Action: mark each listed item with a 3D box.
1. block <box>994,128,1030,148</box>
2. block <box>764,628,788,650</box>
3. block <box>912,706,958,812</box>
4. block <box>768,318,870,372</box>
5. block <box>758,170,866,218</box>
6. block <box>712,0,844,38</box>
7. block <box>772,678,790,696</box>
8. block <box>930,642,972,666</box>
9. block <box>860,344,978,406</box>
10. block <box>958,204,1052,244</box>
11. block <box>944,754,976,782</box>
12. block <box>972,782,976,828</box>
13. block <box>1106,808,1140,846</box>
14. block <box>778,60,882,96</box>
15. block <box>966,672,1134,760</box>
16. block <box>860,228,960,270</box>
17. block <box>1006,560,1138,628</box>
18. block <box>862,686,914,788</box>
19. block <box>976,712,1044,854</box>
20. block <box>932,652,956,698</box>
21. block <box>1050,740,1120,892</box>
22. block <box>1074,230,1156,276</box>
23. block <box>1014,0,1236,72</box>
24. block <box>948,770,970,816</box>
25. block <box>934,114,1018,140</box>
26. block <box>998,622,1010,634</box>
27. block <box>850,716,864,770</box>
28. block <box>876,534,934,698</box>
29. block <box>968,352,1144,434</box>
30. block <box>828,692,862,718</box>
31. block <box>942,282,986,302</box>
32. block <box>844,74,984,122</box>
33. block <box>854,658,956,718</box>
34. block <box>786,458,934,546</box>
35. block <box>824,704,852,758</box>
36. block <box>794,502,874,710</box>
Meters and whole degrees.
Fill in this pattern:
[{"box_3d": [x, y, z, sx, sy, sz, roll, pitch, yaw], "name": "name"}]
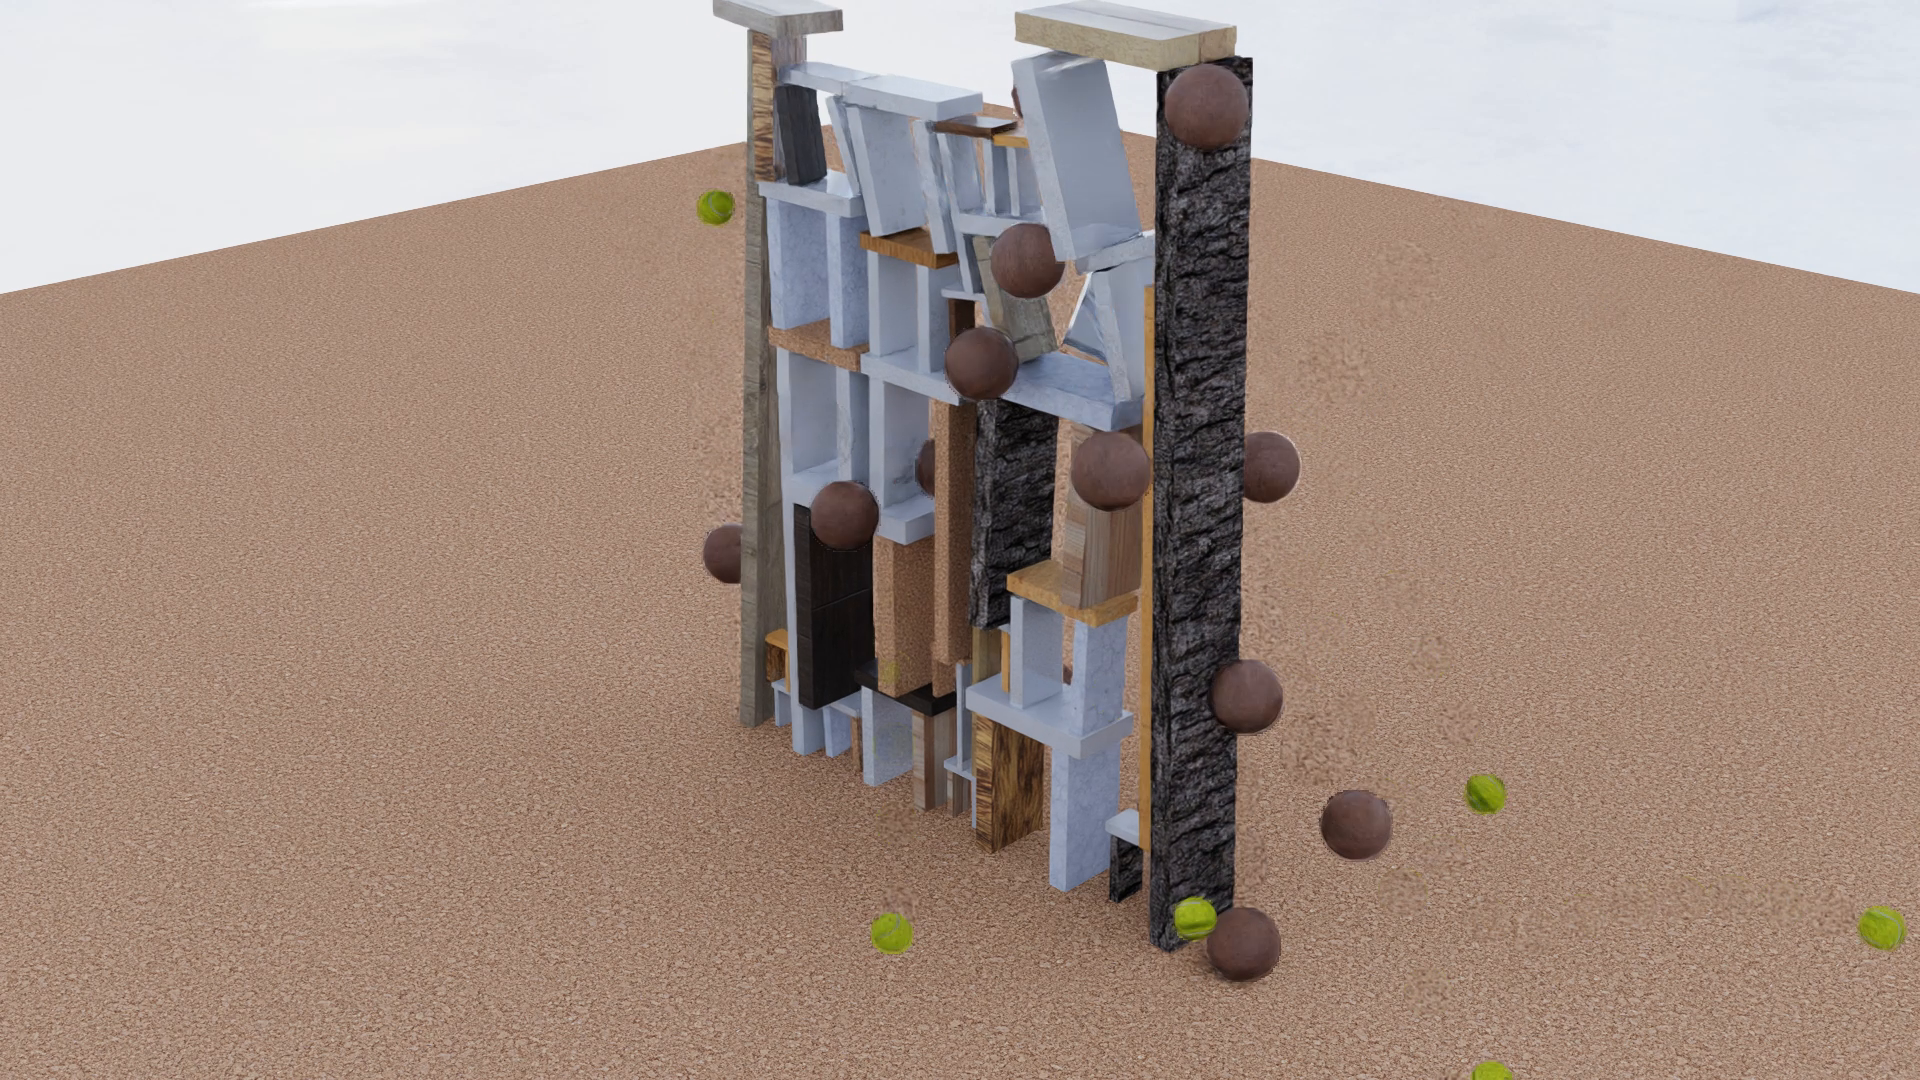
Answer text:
[{"box_3d": [0.128, -0.692, 3.790, 0.129, 0.018, 0.064, 13, 27, 40], "name": "block"}, {"box_3d": [-0.368, 0.217, 4.716, 0.096, 0.014, 0.048, 21, 31, 40], "name": "block"}, {"box_3d": [-0.043, 0.429, 4.458, 0.032, 0.225, 0.113, 21, 31, 40], "name": "block"}, {"box_3d": [-0.243, -0.390, 4.310, 0.130, 0.037, 0.260, -21, 30, -40], "name": "block"}, {"box_3d": [-0.251, -0.668, 4.206, 0.260, 0.037, 0.130, 21, 31, 41], "name": "block"}, {"box_3d": [-0.349, -1.003, 4.184, 0.139, 0.040, 0.279, -13, 26, -28], "name": "block"}, {"box_3d": [-0.361, 0.319, 4.758, 0.092, 0.013, 0.046, 21, 31, 41], "name": "block"}, {"box_3d": [-0.008, 0.218, 4.316, 0.050, 0.014, 0.099, -21, 32, -40], "name": "block"}, {"box_3d": [-0.050, -0.316, 4.134, 0.261, 0.037, 0.130, 22, 31, 40], "name": "block"}, {"box_3d": [0.129, -0.562, 3.890, 0.238, 0.034, 0.119, 13, 26, 34], "name": "block"}, {"box_3d": [0.023, 0.457, 4.397, 0.052, 0.015, 0.104, -22, 31, -40], "name": "block"}, {"box_3d": [0.048, 0.522, 4.398, 0.052, 0.104, 0.015, -21, 31, -41], "name": "block"}, {"box_3d": [0.347, 0.544, 4.085, 0.143, 0.020, 0.072, 21, 30, 40], "name": "block"}, {"box_3d": [-0.244, -0.863, 4.108, 0.185, 0.026, 0.093, 22, 31, 39], "name": "block"}, {"box_3d": [0.168, 0.325, 4.183, 0.296, 0.042, 0.148, 21, 31, 40], "name": "block"}, {"box_3d": [-0.080, -0.545, 4.069, 0.203, 0.029, 0.101, 22, 31, 40], "name": "block"}, {"box_3d": [0.206, 0.097, 4.047, 0.112, 0.032, 0.224, -19, 30, -41], "name": "block"}, {"box_3d": [-0.150, 0.389, 4.556, 0.032, 0.225, 0.112, 21, 31, 40], "name": "block"}, {"box_3d": [0.099, 0.453, 4.314, 0.042, 0.296, 0.148, 21, 31, 41], "name": "block"}, {"box_3d": [-0.032, 0.259, 4.361, 0.049, 0.099, 0.014, -21, 30, -40], "name": "block"}, {"box_3d": [0.238, 0.508, 4.184, 0.042, 0.296, 0.148, 21, 31, 41], "name": "block"}, {"box_3d": [0.315, -0.501, 3.726, 0.227, 0.032, 0.113, -11, 12, 39], "name": "block"}, {"box_3d": [0.266, -0.824, 3.578, 0.170, 0.048, 0.340, -20, 30, -36], "name": "block"}, {"box_3d": [-0.002, 0.502, 4.443, 0.015, 0.104, 0.052, 21, 31, 41], "name": "block"}, {"box_3d": [0.027, -0.729, 3.872, 0.137, 0.019, 0.068, 17, 29, 40], "name": "block"}, {"box_3d": [0.080, 0.148, 4.208, 0.122, 0.017, 0.061, 21, 28, 40], "name": "block"}, {"box_3d": [-0.197, 0.415, 4.619, 0.018, 0.127, 0.063, 18, 29, 41], "name": "block"}, {"box_3d": [-0.085, 0.127, 4.364, 0.170, 0.340, 0.048, -21, 31, -40], "name": "block"}, {"box_3d": [0.198, -0.274, 3.937, 0.344, 0.049, 0.172, 21, 28, 40], "name": "block"}, {"box_3d": [-0.237, 0.336, 4.620, 0.127, 0.018, 0.063, 21, 32, 41], "name": "block"}, {"box_3d": [0.024, -0.451, 4.005, 0.104, 0.015, 0.052, 9, 25, 27], "name": "block"}, {"box_3d": [-0.085, -0.802, 3.981, 0.239, 0.034, 0.119, 21, 31, 40], "name": "block"}, {"box_3d": [-0.097, 0.290, 4.457, 0.225, 0.032, 0.112, 21, 31, 41], "name": "block"}, {"box_3d": [-0.169, -0.082, 4.359, 0.340, 0.048, 0.170, 21, 31, 40], "name": "block"}, {"box_3d": [-0.260, 0.392, 4.674, 0.018, 0.127, 0.063, 15, 28, 36], "name": "block"}, {"box_3d": [-0.258, 0.116, 4.534, 0.170, 0.452, 0.048, -21, 32, -40], "name": "block"}]
